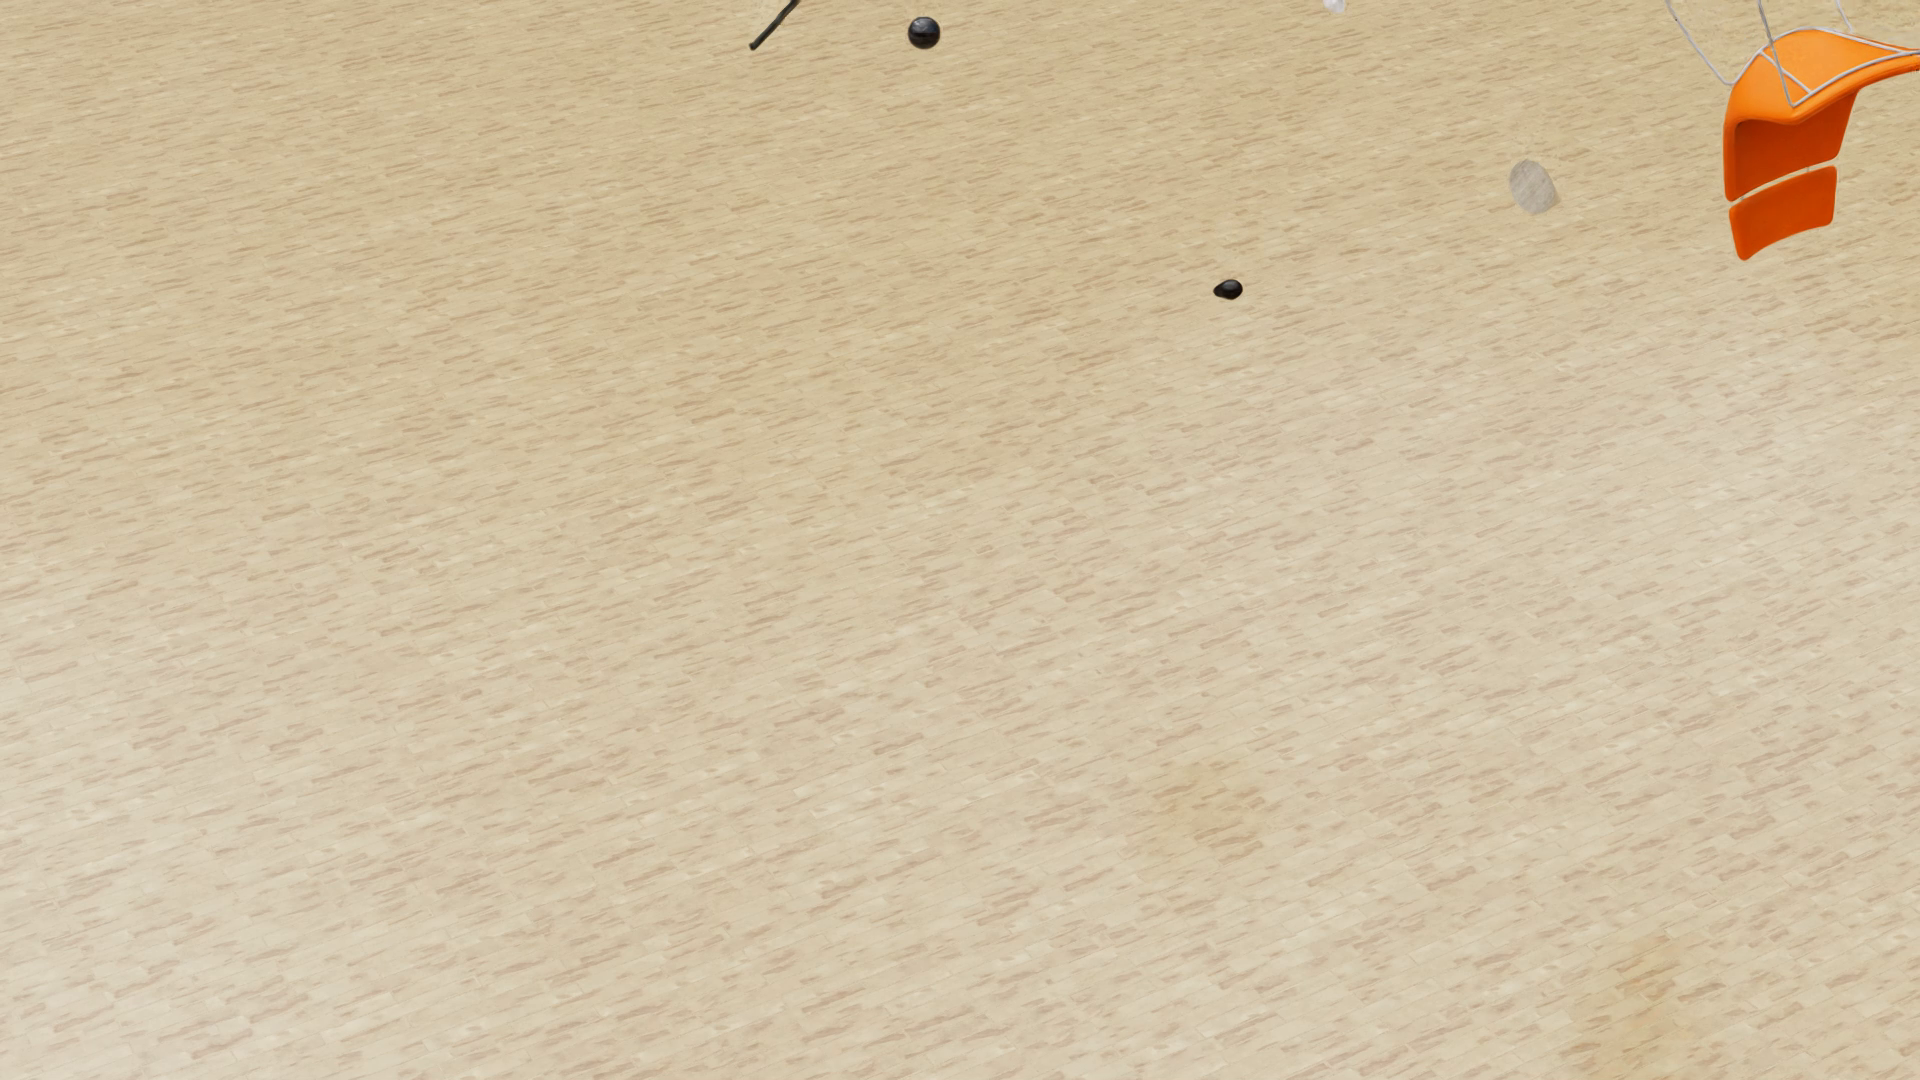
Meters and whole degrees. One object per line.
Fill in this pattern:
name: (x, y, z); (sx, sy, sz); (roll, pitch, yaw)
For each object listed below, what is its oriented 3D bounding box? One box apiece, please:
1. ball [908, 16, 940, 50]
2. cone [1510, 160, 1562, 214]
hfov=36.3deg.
ball: (-0.123, -1.729, 10.001); (0.115, 0.115, 0.115); (0, 33, 0)
cone: (1.780, -1.049, 8.889); (0.191, 0.130, 0.192); (12, 43, -49)
